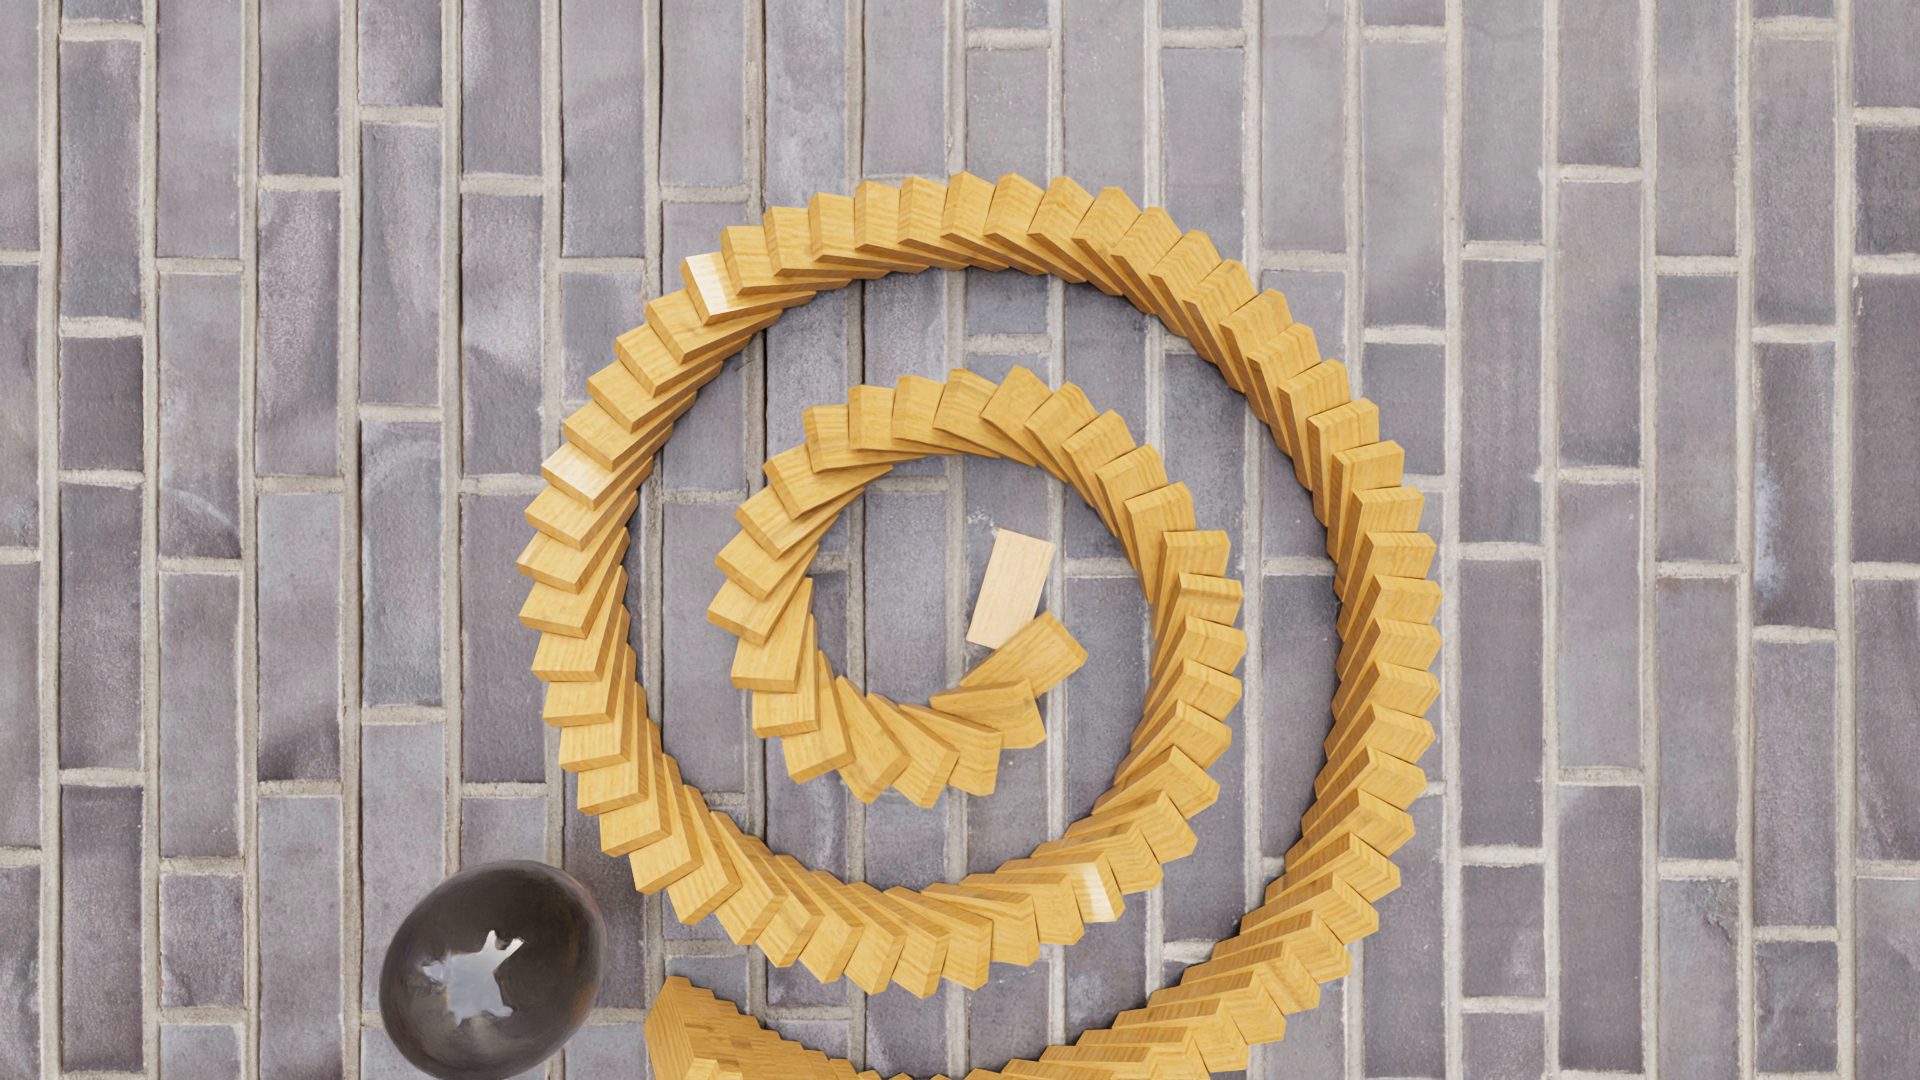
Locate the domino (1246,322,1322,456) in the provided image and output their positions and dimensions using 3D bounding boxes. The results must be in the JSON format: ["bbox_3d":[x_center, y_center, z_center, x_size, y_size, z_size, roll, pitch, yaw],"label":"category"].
[{"bbox_3d":[0.139,-0.062,0.382,0.025,0.010,0.050,-33,124,0],"label":"domino"}]

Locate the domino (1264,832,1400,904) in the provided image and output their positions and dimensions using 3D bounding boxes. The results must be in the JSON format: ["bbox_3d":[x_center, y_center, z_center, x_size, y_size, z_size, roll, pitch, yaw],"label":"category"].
[{"bbox_3d":[0.154,0.144,0.382,0.025,0.010,0.050,37,125,0],"label":"domino"}]

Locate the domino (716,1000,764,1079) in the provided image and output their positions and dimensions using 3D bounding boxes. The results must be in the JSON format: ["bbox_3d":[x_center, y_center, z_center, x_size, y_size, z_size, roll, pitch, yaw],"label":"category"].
[{"bbox_3d":[-0.096,0.217,0.376,0.010,0.050,0.025,26,90,-32],"label":"domino"}]

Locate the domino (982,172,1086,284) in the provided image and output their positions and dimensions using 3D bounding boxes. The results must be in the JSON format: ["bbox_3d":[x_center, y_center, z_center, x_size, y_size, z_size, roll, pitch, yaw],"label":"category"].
[{"bbox_3d":[0.035,-0.129,0.382,0.050,0.009,0.025,16,90,-34],"label":"domino"}]

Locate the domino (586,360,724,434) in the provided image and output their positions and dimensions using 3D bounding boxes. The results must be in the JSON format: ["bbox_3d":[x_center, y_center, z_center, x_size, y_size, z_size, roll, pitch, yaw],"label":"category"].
[{"bbox_3d":[-0.126,-0.068,0.382,0.025,0.010,0.050,44,56,0],"label":"domino"}]

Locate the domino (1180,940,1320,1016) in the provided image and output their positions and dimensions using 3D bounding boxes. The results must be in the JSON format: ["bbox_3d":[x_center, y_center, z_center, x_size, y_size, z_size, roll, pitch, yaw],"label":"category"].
[{"bbox_3d":[0.120,0.186,0.382,0.050,0.009,0.025,-36,90,34],"label":"domino"}]

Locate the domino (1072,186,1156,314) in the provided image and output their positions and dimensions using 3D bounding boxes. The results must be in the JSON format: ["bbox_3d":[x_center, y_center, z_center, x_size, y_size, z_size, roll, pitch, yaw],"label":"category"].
[{"bbox_3d":[0.071,-0.120,0.382,0.050,0.010,0.025,34,90,-35],"label":"domino"}]

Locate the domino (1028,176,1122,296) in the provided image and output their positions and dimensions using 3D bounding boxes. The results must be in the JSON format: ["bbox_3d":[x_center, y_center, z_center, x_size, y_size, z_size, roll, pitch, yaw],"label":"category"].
[{"bbox_3d":[0.053,-0.126,0.382,0.050,0.010,0.025,25,90,-35],"label":"domino"}]

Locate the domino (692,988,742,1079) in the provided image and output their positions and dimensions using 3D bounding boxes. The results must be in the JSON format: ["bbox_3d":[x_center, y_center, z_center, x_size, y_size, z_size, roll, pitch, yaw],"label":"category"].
[{"bbox_3d":[-0.106,0.212,0.376,0.010,0.050,0.025,26,90,-32],"label":"domino"}]

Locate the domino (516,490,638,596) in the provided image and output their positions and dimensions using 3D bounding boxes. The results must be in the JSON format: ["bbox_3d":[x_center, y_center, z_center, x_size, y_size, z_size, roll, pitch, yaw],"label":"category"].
[{"bbox_3d":[-0.158,-0.004,0.382,0.025,0.009,0.050,21,55,0],"label":"domino"}]

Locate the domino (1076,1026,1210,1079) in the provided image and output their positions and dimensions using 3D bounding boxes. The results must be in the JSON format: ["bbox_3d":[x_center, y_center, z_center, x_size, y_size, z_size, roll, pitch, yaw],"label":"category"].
[{"bbox_3d":[0.076,0.218,0.382,0.050,0.010,0.025,-23,90,34],"label":"domino"}]

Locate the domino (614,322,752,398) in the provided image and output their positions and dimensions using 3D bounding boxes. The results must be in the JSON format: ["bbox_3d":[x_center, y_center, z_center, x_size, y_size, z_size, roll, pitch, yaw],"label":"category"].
[{"bbox_3d":[-0.115,-0.082,0.382,0.025,0.010,0.050,50,56,0],"label":"domino"}]

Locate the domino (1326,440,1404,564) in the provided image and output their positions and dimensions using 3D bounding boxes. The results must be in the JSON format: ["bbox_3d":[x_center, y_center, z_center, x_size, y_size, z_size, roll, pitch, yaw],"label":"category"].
[{"bbox_3d":[0.168,-0.015,0.382,0.025,0.009,0.050,-13,125,0],"label":"domino"}]

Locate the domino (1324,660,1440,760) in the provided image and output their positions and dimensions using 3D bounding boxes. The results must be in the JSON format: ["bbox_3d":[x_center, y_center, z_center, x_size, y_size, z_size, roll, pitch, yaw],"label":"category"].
[{"bbox_3d":[0.175,0.074,0.382,0.025,0.009,0.050,14,124,0],"label":"domino"}]

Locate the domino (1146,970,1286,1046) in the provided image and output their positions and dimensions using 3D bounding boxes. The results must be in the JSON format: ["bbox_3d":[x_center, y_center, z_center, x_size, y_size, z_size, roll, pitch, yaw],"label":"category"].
[{"bbox_3d":[0.106,0.198,0.382,0.050,0.010,0.025,-32,90,34],"label":"domino"}]

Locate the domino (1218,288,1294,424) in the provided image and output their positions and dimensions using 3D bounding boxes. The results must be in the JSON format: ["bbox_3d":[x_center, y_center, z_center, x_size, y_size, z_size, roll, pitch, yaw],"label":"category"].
[{"bbox_3d":[0.129,-0.076,0.382,0.025,0.010,0.050,-35,124,0],"label":"domino"}]

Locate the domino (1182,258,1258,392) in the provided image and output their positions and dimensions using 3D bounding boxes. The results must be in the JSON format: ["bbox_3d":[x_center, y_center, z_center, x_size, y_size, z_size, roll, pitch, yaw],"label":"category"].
[{"bbox_3d":[0.115,-0.089,0.382,0.025,0.010,0.050,-42,124,0],"label":"domino"}]

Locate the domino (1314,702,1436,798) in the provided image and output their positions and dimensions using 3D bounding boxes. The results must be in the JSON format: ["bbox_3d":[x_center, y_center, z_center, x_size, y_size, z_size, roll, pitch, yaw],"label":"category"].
[{"bbox_3d":[0.172,0.092,0.382,0.025,0.009,0.050,18,124,0],"label":"domino"}]

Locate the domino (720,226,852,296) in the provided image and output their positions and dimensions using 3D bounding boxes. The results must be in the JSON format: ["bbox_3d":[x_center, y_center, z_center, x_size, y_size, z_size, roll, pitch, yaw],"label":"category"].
[{"bbox_3d":[-0.072,-0.117,0.382,0.050,0.009,0.025,-15,89,-35],"label":"domino"}]

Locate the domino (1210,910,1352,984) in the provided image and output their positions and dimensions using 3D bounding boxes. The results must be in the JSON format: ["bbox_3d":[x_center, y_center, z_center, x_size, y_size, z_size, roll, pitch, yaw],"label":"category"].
[{"bbox_3d":[0.133,0.175,0.382,0.050,0.009,0.025,-39,90,34],"label":"domino"}]

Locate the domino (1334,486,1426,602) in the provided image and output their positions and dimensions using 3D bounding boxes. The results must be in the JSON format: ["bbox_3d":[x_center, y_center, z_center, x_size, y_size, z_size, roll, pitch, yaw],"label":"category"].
[{"bbox_3d":[0.174,0.002,0.382,0.025,0.010,0.050,-5,124,0],"label":"domino"}]

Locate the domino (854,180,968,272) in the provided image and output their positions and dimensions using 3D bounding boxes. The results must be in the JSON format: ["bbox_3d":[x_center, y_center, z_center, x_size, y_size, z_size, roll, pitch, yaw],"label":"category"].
[{"bbox_3d":[-0.019,-0.130,0.382,0.050,0.009,0.025,1,90,-34],"label":"domino"}]

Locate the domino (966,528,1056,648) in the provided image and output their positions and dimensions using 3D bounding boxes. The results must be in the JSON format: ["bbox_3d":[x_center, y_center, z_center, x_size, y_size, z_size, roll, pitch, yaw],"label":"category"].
[{"bbox_3d":[0.022,0.022,0.395,0.025,0.010,0.050,17,90,0],"label":"domino"}]

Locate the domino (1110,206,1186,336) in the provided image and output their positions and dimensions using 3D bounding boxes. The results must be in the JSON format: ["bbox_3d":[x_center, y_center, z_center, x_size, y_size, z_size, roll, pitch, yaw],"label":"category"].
[{"bbox_3d":[0.087,-0.111,0.382,0.050,0.010,0.025,39,90,-34],"label":"domino"}]

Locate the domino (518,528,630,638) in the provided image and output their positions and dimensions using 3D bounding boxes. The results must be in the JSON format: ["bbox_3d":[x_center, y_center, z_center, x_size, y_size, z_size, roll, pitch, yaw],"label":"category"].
[{"bbox_3d":[-0.159,0.015,0.382,0.025,0.009,0.050,11,55,0],"label":"domino"}]

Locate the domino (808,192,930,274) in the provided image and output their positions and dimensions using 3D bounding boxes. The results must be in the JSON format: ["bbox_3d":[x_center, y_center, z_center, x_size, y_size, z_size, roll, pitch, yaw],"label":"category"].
[{"bbox_3d":[-0.037,-0.127,0.382,0.050,0.009,0.025,-5,90,-34],"label":"domino"}]

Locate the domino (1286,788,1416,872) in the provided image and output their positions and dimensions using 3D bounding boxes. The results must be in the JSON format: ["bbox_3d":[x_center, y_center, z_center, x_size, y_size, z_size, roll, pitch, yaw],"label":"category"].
[{"bbox_3d":[0.161,0.127,0.382,0.025,0.010,0.050,28,124,0],"label":"domino"}]

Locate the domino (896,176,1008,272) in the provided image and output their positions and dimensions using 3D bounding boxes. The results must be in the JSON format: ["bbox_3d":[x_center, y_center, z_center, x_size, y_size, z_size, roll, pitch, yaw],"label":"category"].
[{"bbox_3d":[-0.001,-0.131,0.382,0.050,0.009,0.025,5,90,-34],"label":"domino"}]

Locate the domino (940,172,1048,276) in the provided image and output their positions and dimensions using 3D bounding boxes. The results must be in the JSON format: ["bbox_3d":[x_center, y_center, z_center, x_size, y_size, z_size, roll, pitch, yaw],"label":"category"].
[{"bbox_3d":[0.017,-0.131,0.382,0.050,0.010,0.025,11,90,-34],"label":"domino"}]

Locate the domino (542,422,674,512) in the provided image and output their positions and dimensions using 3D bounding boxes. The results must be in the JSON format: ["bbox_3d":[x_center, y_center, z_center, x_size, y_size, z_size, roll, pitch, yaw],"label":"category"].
[{"bbox_3d":[-0.146,-0.038,0.382,0.025,0.010,0.050,34,55,0],"label":"domino"}]

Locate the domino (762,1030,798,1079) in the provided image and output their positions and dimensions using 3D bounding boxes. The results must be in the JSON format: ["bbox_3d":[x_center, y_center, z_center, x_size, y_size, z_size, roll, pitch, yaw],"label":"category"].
[{"bbox_3d":[-0.077,0.230,0.376,0.010,0.050,0.025,26,91,-32],"label":"domino"}]

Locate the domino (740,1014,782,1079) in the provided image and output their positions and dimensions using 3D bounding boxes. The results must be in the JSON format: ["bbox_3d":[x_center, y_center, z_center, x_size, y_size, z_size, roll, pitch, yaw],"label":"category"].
[{"bbox_3d":[-0.087,0.223,0.376,0.009,0.050,0.025,26,90,-32],"label":"domino"}]

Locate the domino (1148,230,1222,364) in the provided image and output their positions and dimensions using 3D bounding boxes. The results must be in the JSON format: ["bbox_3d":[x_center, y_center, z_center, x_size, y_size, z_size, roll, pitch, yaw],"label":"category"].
[{"bbox_3d":[0.102,-0.101,0.382,0.025,0.010,0.050,-45,124,0],"label":"domino"}]

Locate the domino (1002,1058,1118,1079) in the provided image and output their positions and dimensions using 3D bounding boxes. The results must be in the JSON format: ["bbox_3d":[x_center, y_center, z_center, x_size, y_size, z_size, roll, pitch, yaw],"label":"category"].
[{"bbox_3d":[0.043,0.234,0.382,0.050,0.009,0.025,-14,90,34],"label":"domino"}]

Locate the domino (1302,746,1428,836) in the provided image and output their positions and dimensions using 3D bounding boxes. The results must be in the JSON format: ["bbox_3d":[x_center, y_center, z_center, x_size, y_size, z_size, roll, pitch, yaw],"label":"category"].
[{"bbox_3d":[0.167,0.110,0.382,0.025,0.010,0.050,23,124,0],"label":"domino"}]

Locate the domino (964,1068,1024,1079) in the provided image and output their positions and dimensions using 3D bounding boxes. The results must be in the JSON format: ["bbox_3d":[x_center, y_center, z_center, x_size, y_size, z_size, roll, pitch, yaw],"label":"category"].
[{"bbox_3d":[0.026,0.240,0.382,0.050,0.010,0.025,-10,90,34],"label":"domino"}]

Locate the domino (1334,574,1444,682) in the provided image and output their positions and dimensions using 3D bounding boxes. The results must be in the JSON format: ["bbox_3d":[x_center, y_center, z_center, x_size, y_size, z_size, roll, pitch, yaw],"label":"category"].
[{"bbox_3d":[0.178,0.039,0.382,0.025,0.009,0.050,6,124,0],"label":"domino"}]

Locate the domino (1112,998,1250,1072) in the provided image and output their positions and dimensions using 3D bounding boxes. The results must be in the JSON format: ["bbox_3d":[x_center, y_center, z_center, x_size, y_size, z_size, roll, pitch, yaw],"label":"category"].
[{"bbox_3d":[0.092,0.208,0.382,0.050,0.010,0.025,-29,90,34],"label":"domino"}]

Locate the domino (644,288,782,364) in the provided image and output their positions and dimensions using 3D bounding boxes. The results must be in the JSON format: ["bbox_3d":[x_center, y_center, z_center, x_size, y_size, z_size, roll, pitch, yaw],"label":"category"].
[{"bbox_3d":[-0.102,-0.095,0.382,0.050,0.010,0.025,-35,90,-35],"label":"domino"}]

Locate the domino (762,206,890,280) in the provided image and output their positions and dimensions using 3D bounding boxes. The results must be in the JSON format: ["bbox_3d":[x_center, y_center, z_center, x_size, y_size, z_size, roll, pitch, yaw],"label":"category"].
[{"bbox_3d":[-0.055,-0.123,0.382,0.050,0.010,0.025,-9,89,-34],"label":"domino"}]

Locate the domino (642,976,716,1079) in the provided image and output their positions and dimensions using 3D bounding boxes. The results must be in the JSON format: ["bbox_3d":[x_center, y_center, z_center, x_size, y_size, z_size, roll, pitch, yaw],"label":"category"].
[{"bbox_3d":[-0.116,0.207,0.376,0.009,0.050,0.025,26,90,-32],"label":"domino"}]

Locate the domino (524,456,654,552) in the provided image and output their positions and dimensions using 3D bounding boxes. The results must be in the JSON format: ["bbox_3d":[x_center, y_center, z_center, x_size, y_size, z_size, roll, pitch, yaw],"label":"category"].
[{"bbox_3d":[-0.153,-0.021,0.382,0.025,0.009,0.050,28,55,0],"label":"domino"}]

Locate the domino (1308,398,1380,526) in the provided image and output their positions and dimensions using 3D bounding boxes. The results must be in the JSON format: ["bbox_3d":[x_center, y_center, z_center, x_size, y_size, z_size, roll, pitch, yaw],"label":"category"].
[{"bbox_3d":[0.160,-0.032,0.382,0.025,0.009,0.050,-20,125,0],"label":"domino"}]

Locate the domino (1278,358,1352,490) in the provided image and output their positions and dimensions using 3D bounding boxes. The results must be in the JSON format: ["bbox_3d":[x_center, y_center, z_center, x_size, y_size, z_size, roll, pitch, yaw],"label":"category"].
[{"bbox_3d":[0.150,-0.047,0.382,0.025,0.010,0.050,-27,124,0],"label":"domino"}]

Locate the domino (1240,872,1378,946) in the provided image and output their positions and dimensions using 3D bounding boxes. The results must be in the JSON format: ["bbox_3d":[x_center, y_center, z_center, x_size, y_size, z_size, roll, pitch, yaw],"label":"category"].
[{"bbox_3d":[0.145,0.160,0.382,0.025,0.010,0.050,43,124,0],"label":"domino"}]

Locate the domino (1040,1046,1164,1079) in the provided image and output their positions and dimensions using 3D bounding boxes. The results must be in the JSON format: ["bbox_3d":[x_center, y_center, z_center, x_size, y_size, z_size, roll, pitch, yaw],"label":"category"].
[{"bbox_3d":[0.060,0.226,0.382,0.050,0.009,0.025,-21,90,34],"label":"domino"}]

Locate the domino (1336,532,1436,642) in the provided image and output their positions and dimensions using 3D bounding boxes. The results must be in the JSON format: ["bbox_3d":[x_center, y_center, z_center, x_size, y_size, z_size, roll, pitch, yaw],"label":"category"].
[{"bbox_3d":[0.177,0.020,0.382,0.025,0.009,0.050,1,124,0],"label":"domino"}]

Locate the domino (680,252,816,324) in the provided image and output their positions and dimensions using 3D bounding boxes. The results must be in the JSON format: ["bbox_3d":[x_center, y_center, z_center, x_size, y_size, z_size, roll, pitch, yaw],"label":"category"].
[{"bbox_3d":[-0.088,-0.108,0.382,0.050,0.009,0.025,-23,90,-35],"label":"domino"}]

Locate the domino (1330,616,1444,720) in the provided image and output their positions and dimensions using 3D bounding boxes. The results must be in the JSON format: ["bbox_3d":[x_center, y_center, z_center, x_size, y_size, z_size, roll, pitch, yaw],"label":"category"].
[{"bbox_3d":[0.177,0.056,0.382,0.025,0.010,0.050,9,124,0],"label":"domino"}]

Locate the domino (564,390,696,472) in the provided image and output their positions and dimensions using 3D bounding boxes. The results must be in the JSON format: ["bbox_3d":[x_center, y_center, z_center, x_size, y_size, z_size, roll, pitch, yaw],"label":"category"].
[{"bbox_3d":[-0.137,-0.053,0.382,0.025,0.010,0.050,38,56,0],"label":"domino"}]

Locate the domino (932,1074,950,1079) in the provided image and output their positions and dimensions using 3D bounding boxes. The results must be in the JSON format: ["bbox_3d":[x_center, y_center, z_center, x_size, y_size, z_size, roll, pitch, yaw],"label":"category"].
[{"bbox_3d":[0.008,0.246,0.382,0.050,0.010,0.025,3,90,35],"label":"domino"}]
